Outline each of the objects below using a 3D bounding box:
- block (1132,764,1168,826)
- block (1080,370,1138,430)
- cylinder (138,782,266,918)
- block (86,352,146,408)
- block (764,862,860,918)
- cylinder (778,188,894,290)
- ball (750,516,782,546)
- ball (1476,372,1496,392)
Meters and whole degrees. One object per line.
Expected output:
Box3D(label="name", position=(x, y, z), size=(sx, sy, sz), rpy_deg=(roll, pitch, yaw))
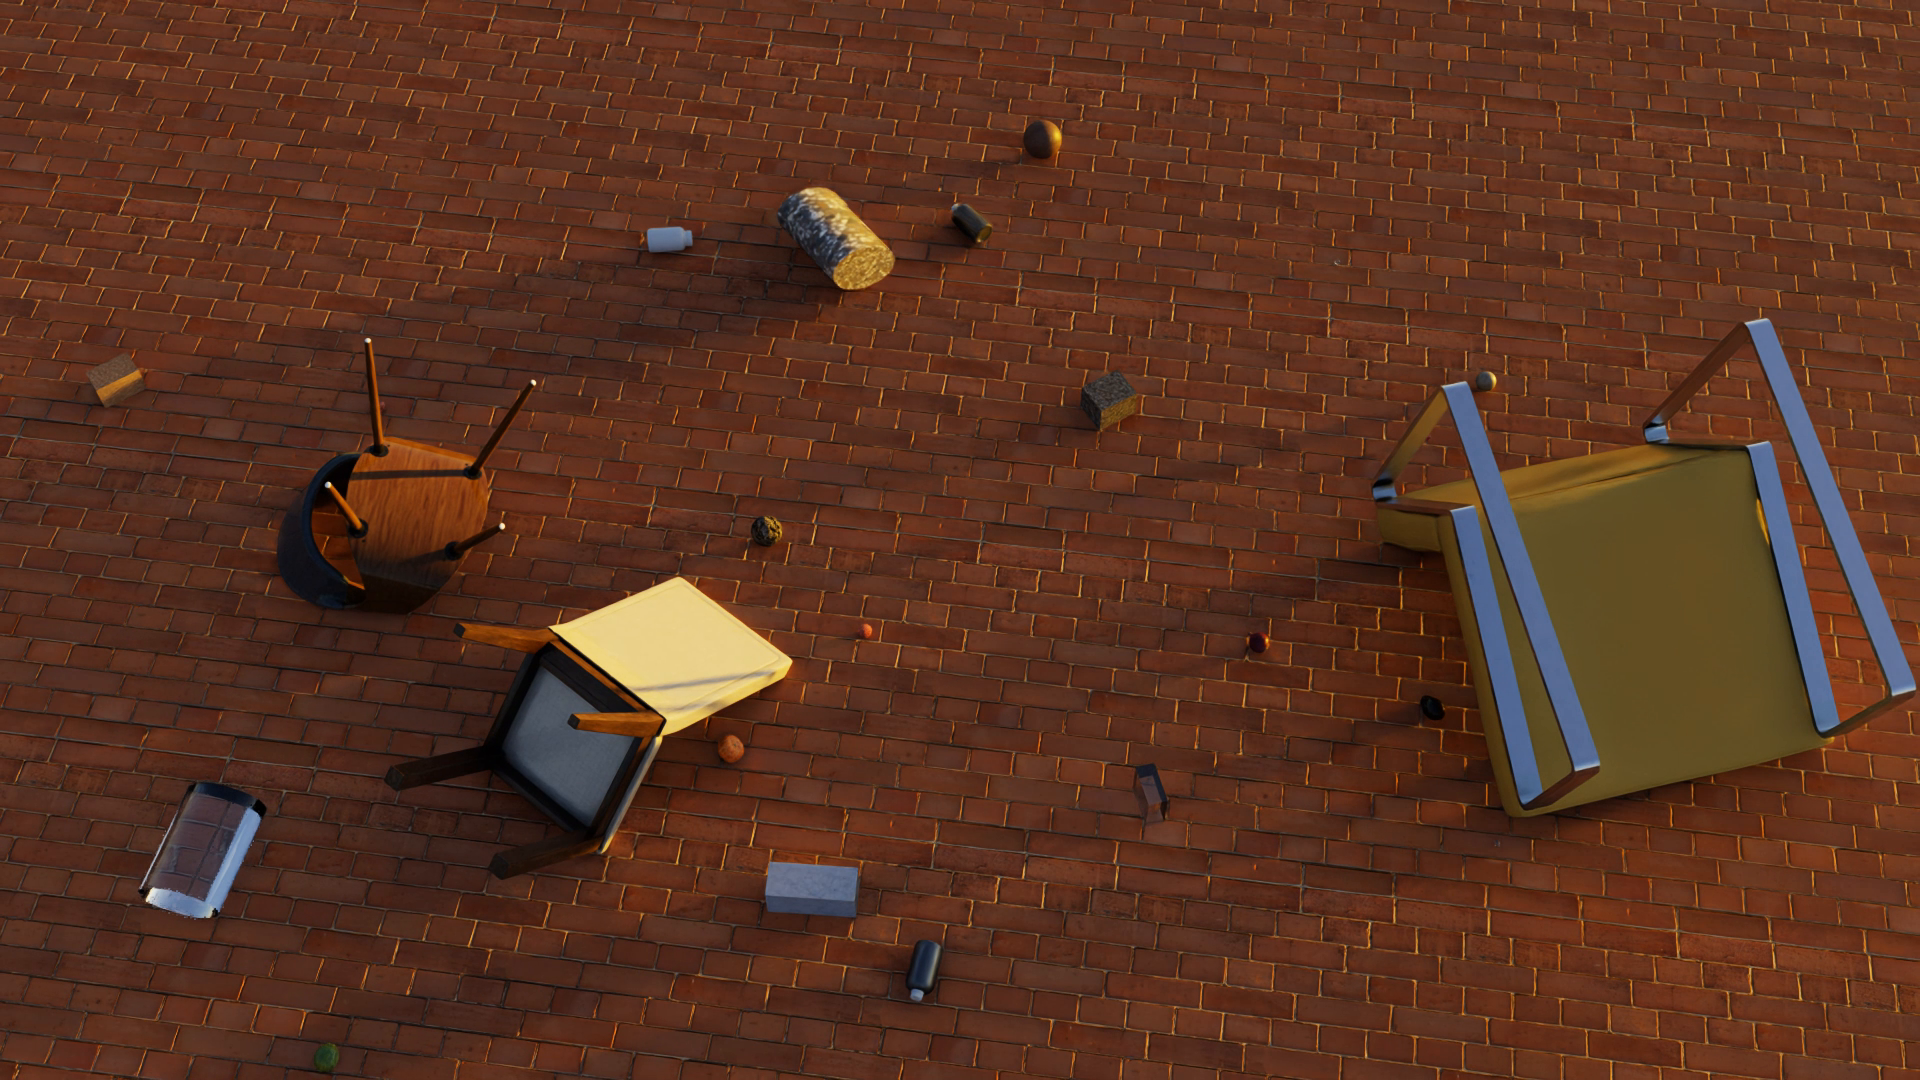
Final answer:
Box3D(label="block", position=(0.521, 0.698, 6.031), size=(0.054, 0.124, 0.120), rpy_deg=(-13, 57, -8))
Box3D(label="block", position=(0.460, -0.433, 6.805), size=(0.132, 0.099, 0.109), rpy_deg=(-27, 60, -17))
Box3D(label="cylinder", position=(-2.036, 0.834, 5.918), size=(0.230, 0.160, 0.318), rpy_deg=(8, 56, 12))
Box3D(label="block", position=(-2.630, -0.498, 6.853), size=(0.139, 0.091, 0.088), rpy_deg=(-30, 61, -19))
Box3D(label="block", position=(-0.394, 0.936, 5.884), size=(0.238, 0.103, 0.098), rpy_deg=(3, 56, 2))
Box3D(label="cylinder", position=(-0.401, -0.976, 7.105), size=(0.263, 0.171, 0.316), rpy_deg=(-8, 48, -48))
Box3D(label="ball", position=(-0.575, -0.026, 6.535), size=(0.093, 0.093, 0.093), rpy_deg=(0, 56, 0))
Box3D(label="ball", position=(1.643, -0.496, 6.868), size=(0.064, 0.064, 0.064), rpy_deg=(0, 56, 0))
